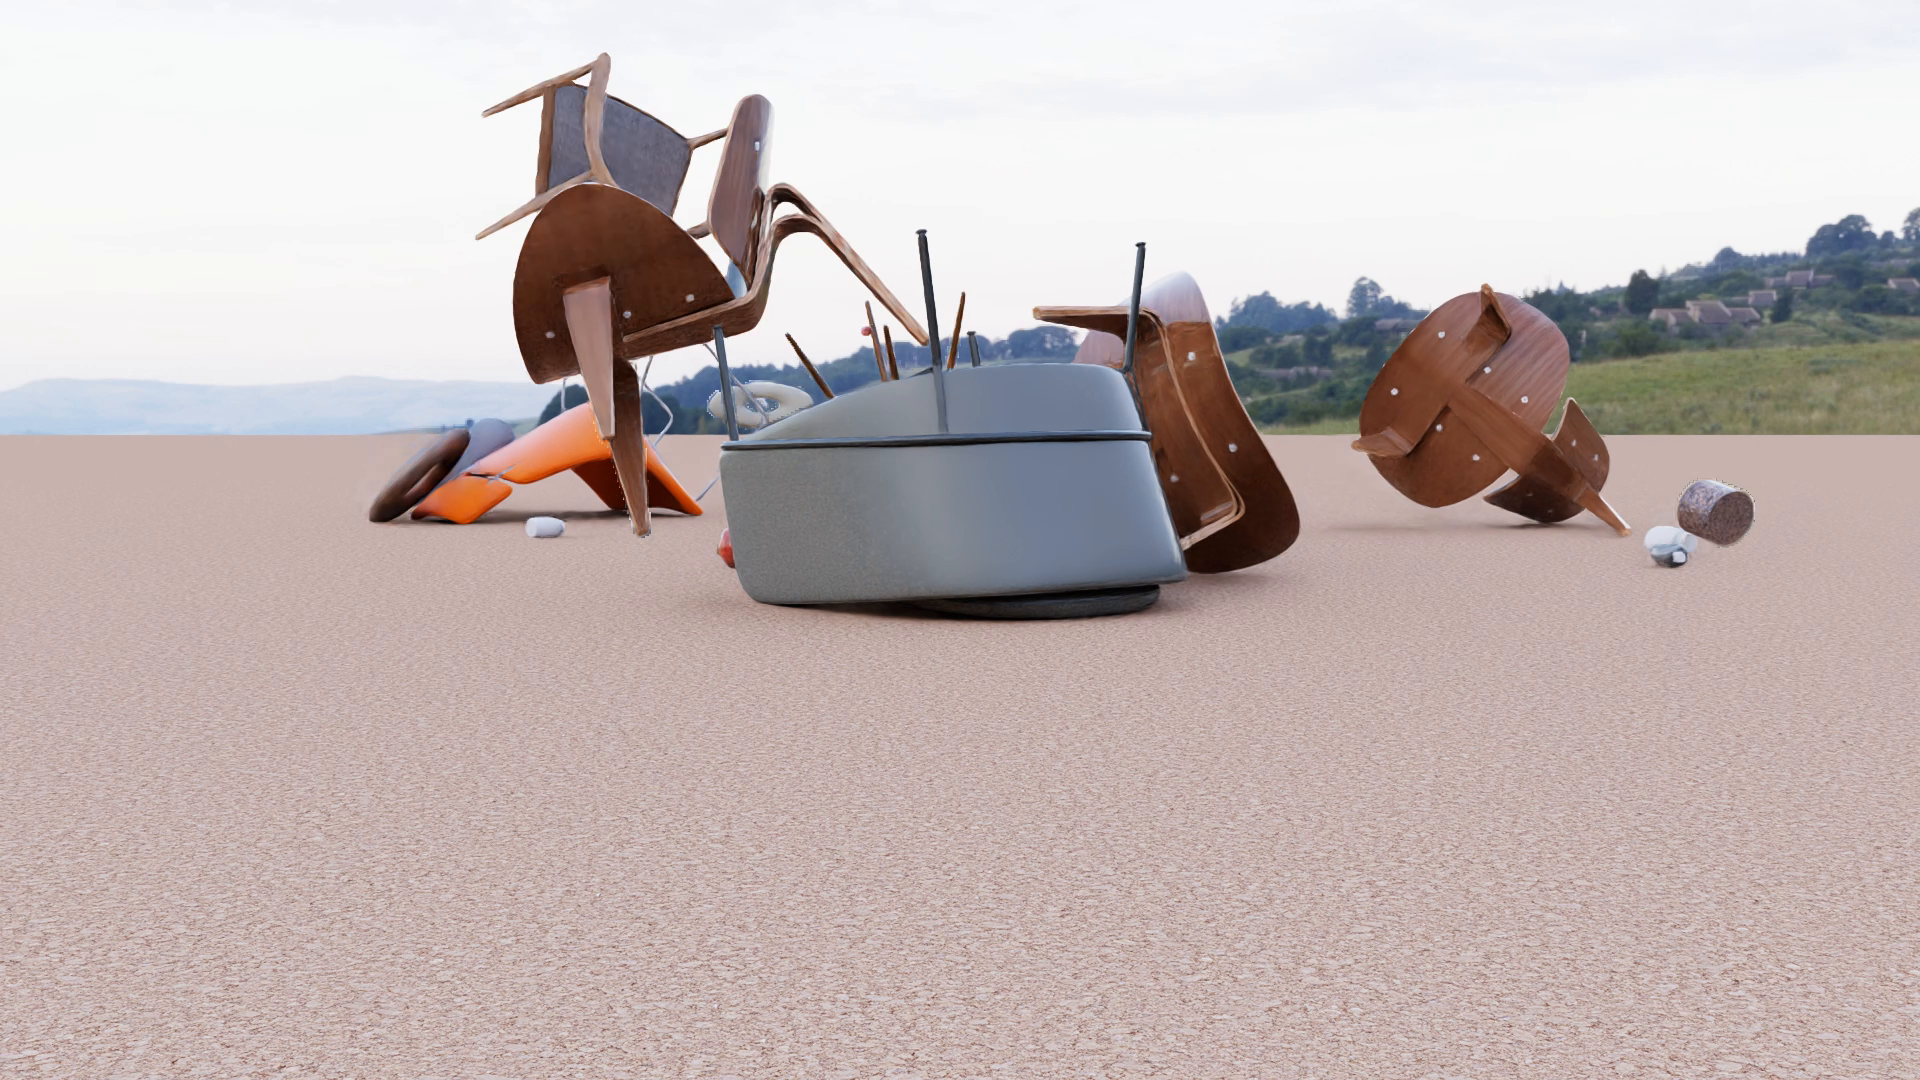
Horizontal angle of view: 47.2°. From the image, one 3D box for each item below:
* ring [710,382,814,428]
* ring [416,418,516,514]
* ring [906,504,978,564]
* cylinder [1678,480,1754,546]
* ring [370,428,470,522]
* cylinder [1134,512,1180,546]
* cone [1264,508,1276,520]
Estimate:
[{"bbox_3d":[-0.727,-0.494,8.071,0.387,0.168,0.048,-1,11,-14],"label":"ring"},{"bbox_3d":[-1.794,-0.265,7.941,0.484,0.165,0.405,-33,14,42],"label":"ring"},{"bbox_3d":[-0.044,-0.014,5.450,0.182,0.180,0.043,22,25,-25],"label":"ring"},{"bbox_3d":[1.942,-0.071,5.653,0.186,0.148,0.094,7,16,-37],"label":"cylinder"},{"bbox_3d":[-1.819,-0.215,7.405,0.436,0.066,0.466,-45,0,-42],"label":"ring"},{"bbox_3d":[0.565,-0.031,6.296,0.133,0.078,0.086,0,16,44],"label":"cylinder"},{"bbox_3d":[1.060,-0.081,7.581,0.050,0.036,0.065,30,-23,3],"label":"cone"}]
